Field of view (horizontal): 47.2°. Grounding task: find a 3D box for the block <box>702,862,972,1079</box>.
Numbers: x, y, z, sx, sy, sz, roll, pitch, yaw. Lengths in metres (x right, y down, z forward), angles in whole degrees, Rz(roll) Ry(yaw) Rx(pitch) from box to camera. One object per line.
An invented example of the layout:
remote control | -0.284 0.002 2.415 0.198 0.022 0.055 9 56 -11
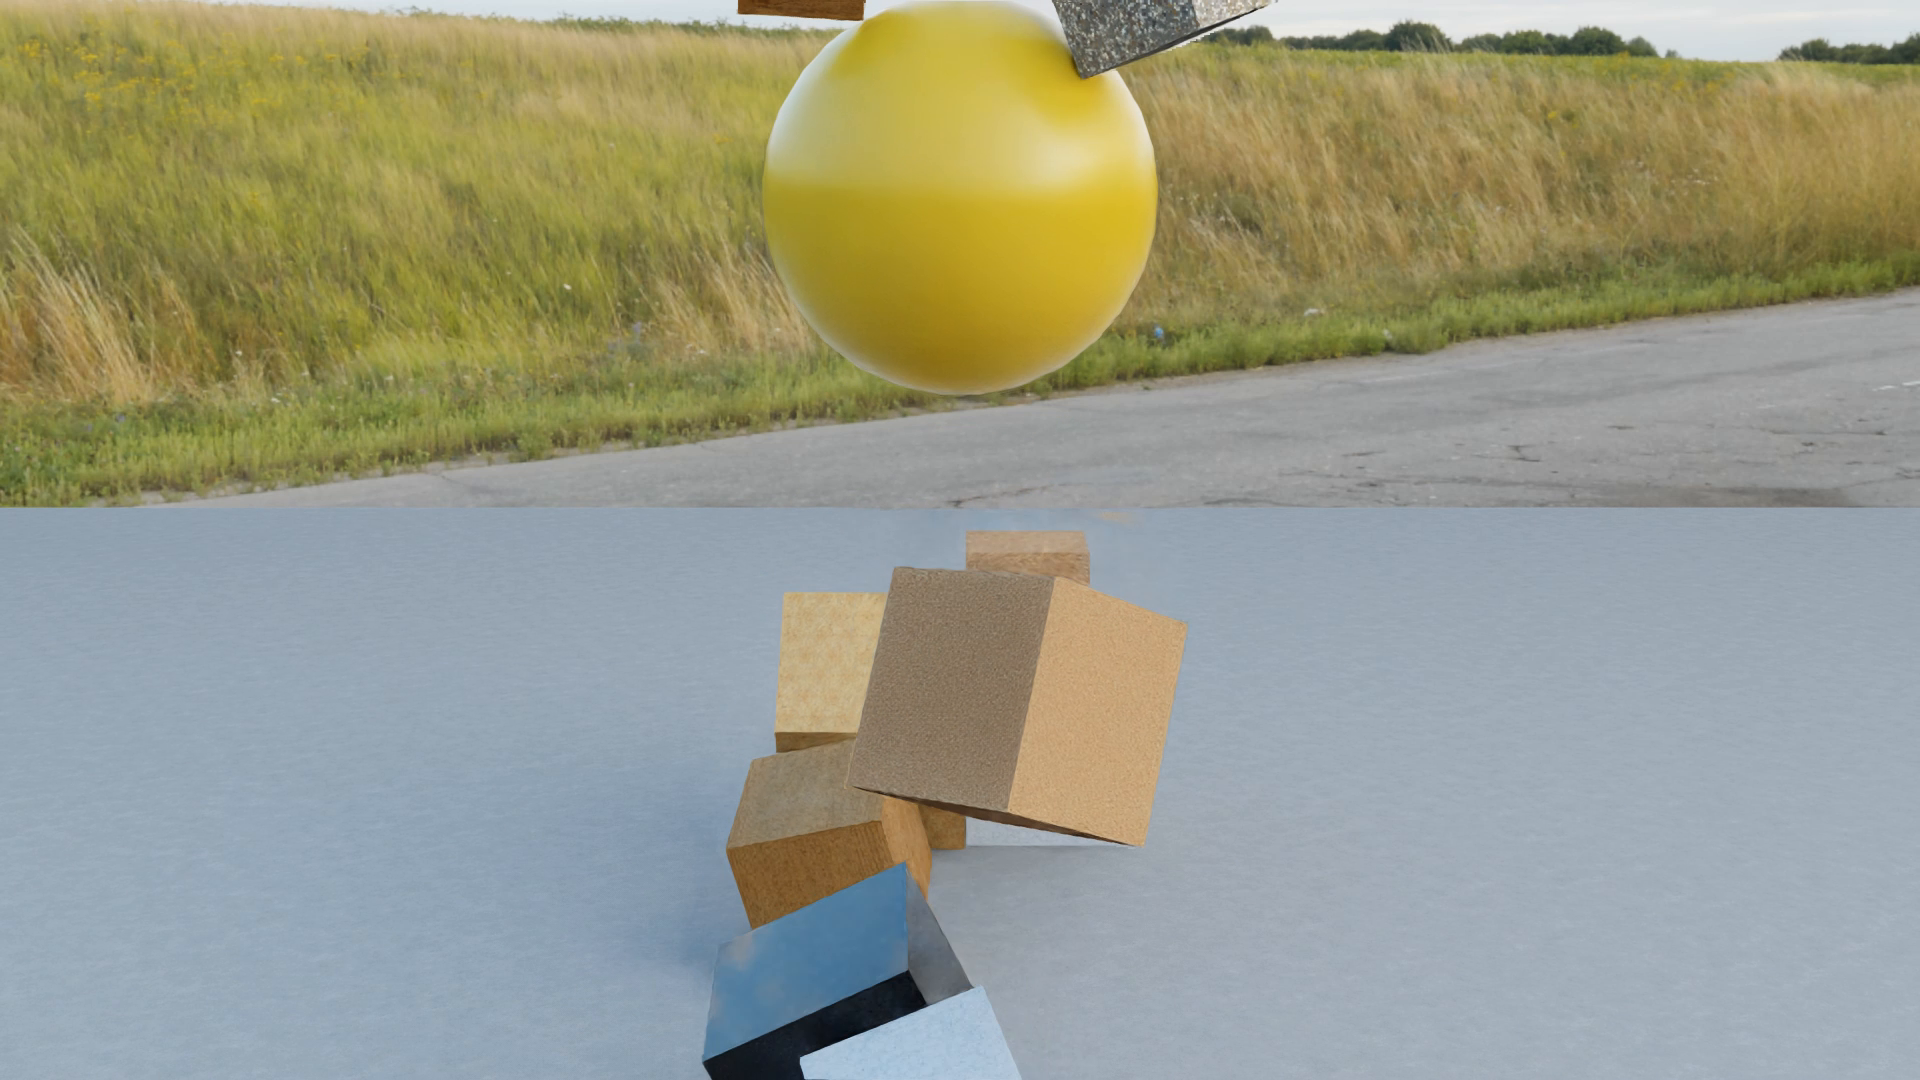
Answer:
block | -0.352 1.684 7.388 0.726 0.706 0.770 -25 17 6

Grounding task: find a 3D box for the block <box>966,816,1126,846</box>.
block | 0.450 1.055 11.386 0.833 0.849 0.747 0 10 0

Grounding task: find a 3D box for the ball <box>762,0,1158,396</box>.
ball | 0.000 -1.384 8.877 1.600 1.600 1.600 0 10 0

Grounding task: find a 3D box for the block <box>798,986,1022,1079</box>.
block | -0.048 1.862 6.576 0.593 0.667 0.588 -21 34 -5

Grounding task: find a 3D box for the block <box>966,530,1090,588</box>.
block | 0.337 0.323 11.243 0.610 0.643 0.623 0 10 0

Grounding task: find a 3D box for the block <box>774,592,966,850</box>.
block | -0.421 0.904 10.919 0.890 1.010 0.841 0 50 0

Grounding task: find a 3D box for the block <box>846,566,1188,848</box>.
block | 0.181 0.520 6.930 0.624 0.713 0.721 20 -12 -42

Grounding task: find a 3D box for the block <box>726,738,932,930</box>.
block | -0.546 1.352 9.499 0.663 0.654 0.774 -12 22 8

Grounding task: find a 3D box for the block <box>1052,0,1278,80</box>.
block | 0.731 -2.122 8.225 0.497 0.533 0.614 -29 11 -41

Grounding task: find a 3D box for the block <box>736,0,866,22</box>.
block | -0.606 -2.363 8.585 0.492 0.476 0.450 3 41 -1
